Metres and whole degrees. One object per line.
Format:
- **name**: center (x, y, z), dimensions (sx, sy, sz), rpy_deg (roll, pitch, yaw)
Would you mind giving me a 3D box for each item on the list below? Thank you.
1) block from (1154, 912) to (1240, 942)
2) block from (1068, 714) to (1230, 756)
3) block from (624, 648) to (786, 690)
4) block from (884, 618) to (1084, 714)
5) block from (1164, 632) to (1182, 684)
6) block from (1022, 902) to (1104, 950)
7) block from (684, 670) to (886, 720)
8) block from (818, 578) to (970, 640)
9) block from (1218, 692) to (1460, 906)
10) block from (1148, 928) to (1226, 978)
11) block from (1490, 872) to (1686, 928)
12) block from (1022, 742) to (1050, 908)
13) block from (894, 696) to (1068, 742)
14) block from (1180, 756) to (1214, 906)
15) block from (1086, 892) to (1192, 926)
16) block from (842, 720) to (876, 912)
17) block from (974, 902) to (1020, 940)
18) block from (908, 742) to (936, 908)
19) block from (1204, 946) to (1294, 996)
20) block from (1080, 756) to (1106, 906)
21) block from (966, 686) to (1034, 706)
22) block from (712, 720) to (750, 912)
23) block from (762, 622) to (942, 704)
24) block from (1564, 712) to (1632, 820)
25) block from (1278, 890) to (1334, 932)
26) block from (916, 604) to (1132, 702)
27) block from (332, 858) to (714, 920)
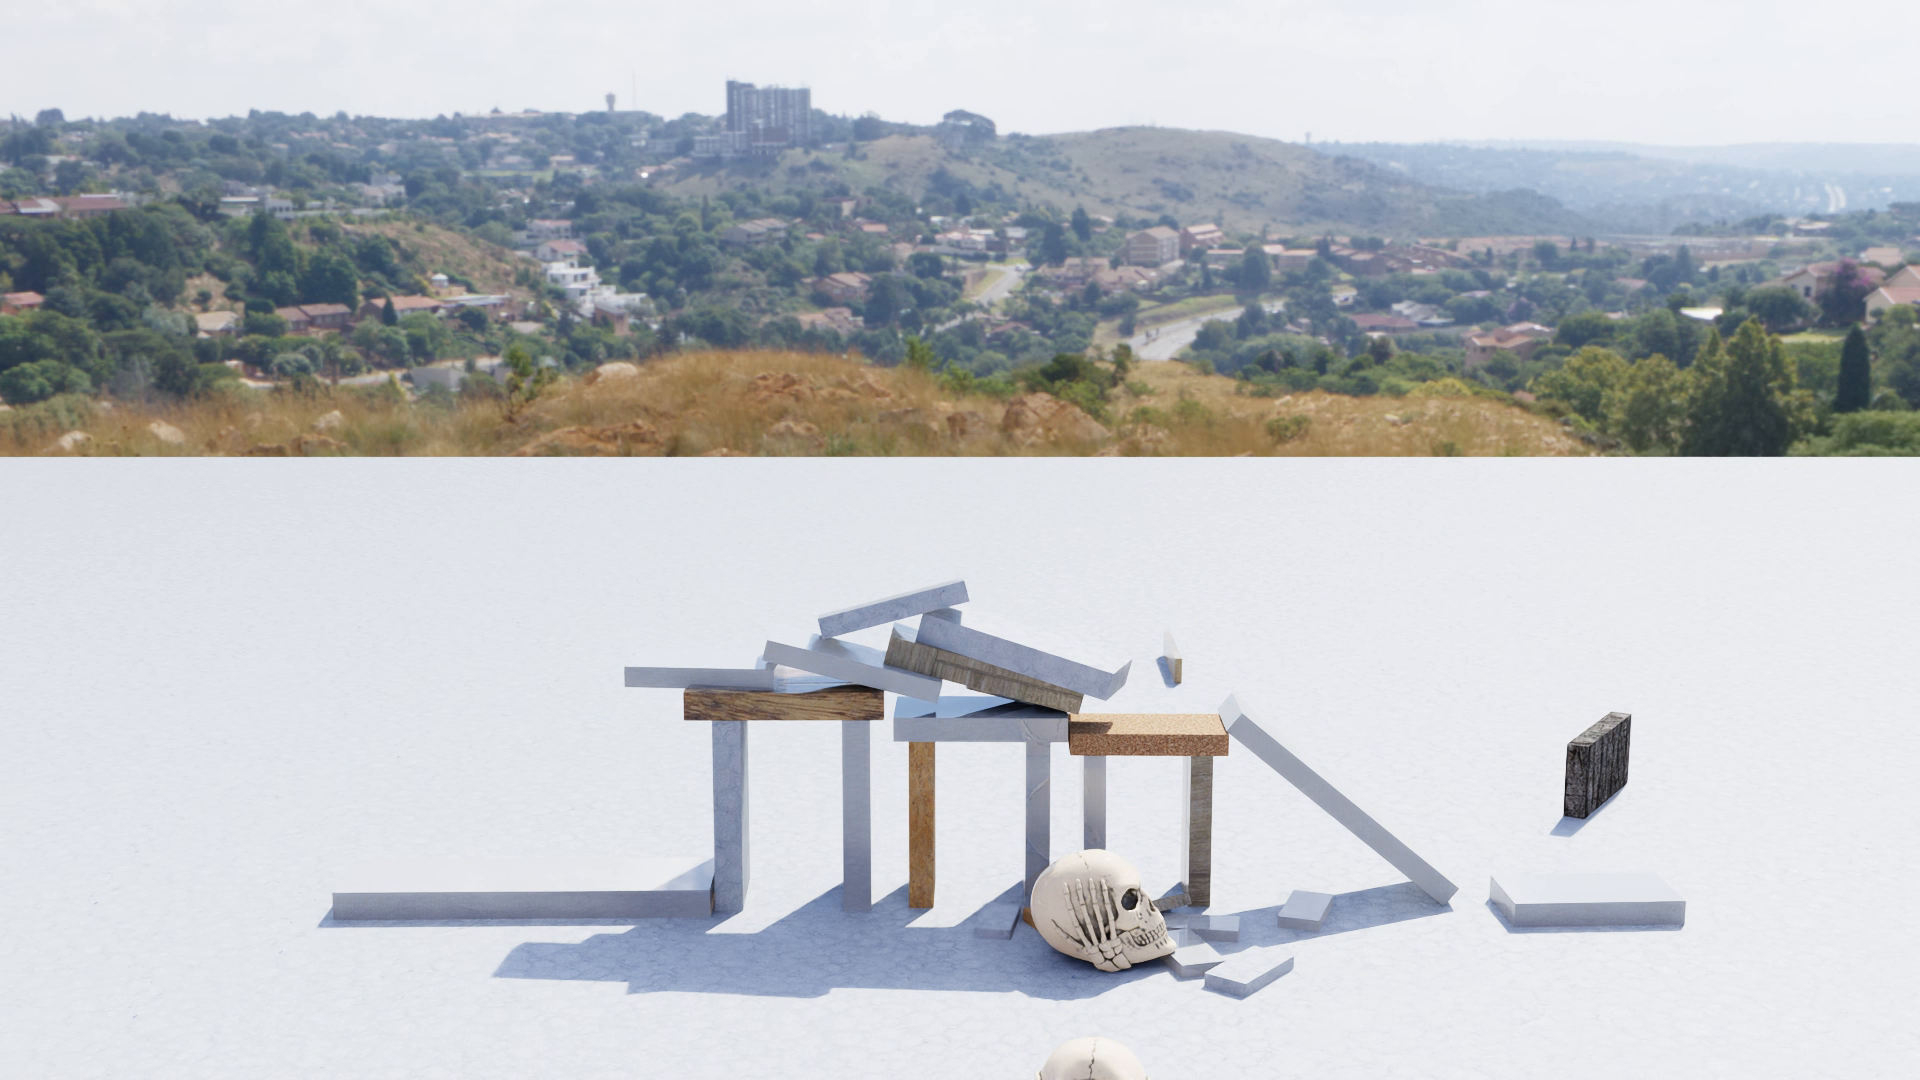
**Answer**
- **block**: center (0.376, 0.614, 3.488), dimensions (0.132, 0.019, 0.066), rpy_deg (2, 11, 9)
- **block**: center (0.307, 0.320, 3.618), dimensions (0.256, 0.036, 0.128), rpy_deg (0, 11, 0)
- **block**: center (-0.415, 0.212, 3.600), dimensions (0.245, 0.035, 0.122), rpy_deg (1, 11, 5)
- **block**: center (0.042, 0.206, 3.635), dimensions (0.327, 0.046, 0.163), rpy_deg (15, 10, -1)
- **block**: center (0.502, 0.276, 5.199), dimensions (0.017, 0.058, 0.279), rpy_deg (0, 11, 0)
- **block**: center (0.164, 0.612, 3.494), dimensions (0.071, 0.020, 0.142), rpy_deg (-5, 12, -25)
- **block**: center (-0.283, 0.253, 3.600), dimensions (0.321, 0.046, 0.161), rpy_deg (0, 11, 0)
- **block**: center (-0.109, 0.112, 3.607), dimensions (0.245, 0.035, 0.122), rpy_deg (-15, 2, -2)
- **block**: center (0.625, 0.428, 3.648), dimensions (0.468, 0.039, 0.139), rpy_deg (39, 8, -6)
- **block**: center (0.347, 0.634, 3.377), dimensions (0.071, 0.020, 0.142), rpy_deg (-3, 11, -17)
- **block**: center (1.021, 0.586, 3.585), dimensions (0.277, 0.039, 0.139), rpy_deg (0, 11, -3)
- **block**: center (0.126, 0.451, 3.645), dimensions (0.040, 0.282, 0.141), rpy_deg (0, 11, 0)
- **block**: center (0.035, 0.294, 3.613), dimensions (0.282, 0.040, 0.141), rpy_deg (0, 11, 1)
- **block**: center (0.392, 0.464, 3.646), dimensions (0.036, 0.256, 0.128), rpy_deg (0, 11, 0)
- **block**: center (0.287, 0.594, 3.526), dimensions (0.161, 0.019, 0.066), rpy_deg (-7, -13, -32)
- **block**: center (-0.167, 0.433, 3.636), dimensions (0.046, 0.321, 0.161), rpy_deg (0, 11, 0)
- **block**: center (0.060, 0.610, 3.517), dimensions (0.059, 0.017, 0.117), rpy_deg (2, 11, 9)
- **block**: center (-0.062, 0.451, 3.644), dimensions (0.040, 0.282, 0.141), rpy_deg (0, 11, 1)
- **block**: center (0.435, 0.647, 3.305), dimensions (0.071, 0.020, 0.142), rpy_deg (8, 13, 37)
- **block**: center (0.220, 0.464, 3.646), dimensions (0.036, 0.257, 0.128), rpy_deg (-1, 11, 0)
- **block**: center (0.067, 0.245, 3.640), dimensions (0.117, 0.017, 0.058), rpy_deg (14, 10, -5)
- **block**: center (-0.378, 0.433, 3.636), dimensions (0.046, 0.321, 0.161), rpy_deg (0, 11, -1)
- **block**: center (-0.174, 0.200, 3.587), dimensions (0.290, 0.035, 0.122), rpy_deg (14, 10, -5)
- **block**: center (1.212, 0.425, 4.177), dimensions (0.039, 0.139, 0.277), rpy_deg (7, 12, 32)
- **block**: center (0.560, 0.600, 3.562), dimensions (0.066, 0.019, 0.132), rpy_deg (4, 11, 19)
- **block**: center (0.107, 0.179, 3.610), dimensions (0.327, 0.046, 0.163), rpy_deg (17, 10, 13)
- **block**: center (-0.709, 0.574, 3.628), dimensions (0.606, 0.046, 0.163), rpy_deg (0, 11, -1)
